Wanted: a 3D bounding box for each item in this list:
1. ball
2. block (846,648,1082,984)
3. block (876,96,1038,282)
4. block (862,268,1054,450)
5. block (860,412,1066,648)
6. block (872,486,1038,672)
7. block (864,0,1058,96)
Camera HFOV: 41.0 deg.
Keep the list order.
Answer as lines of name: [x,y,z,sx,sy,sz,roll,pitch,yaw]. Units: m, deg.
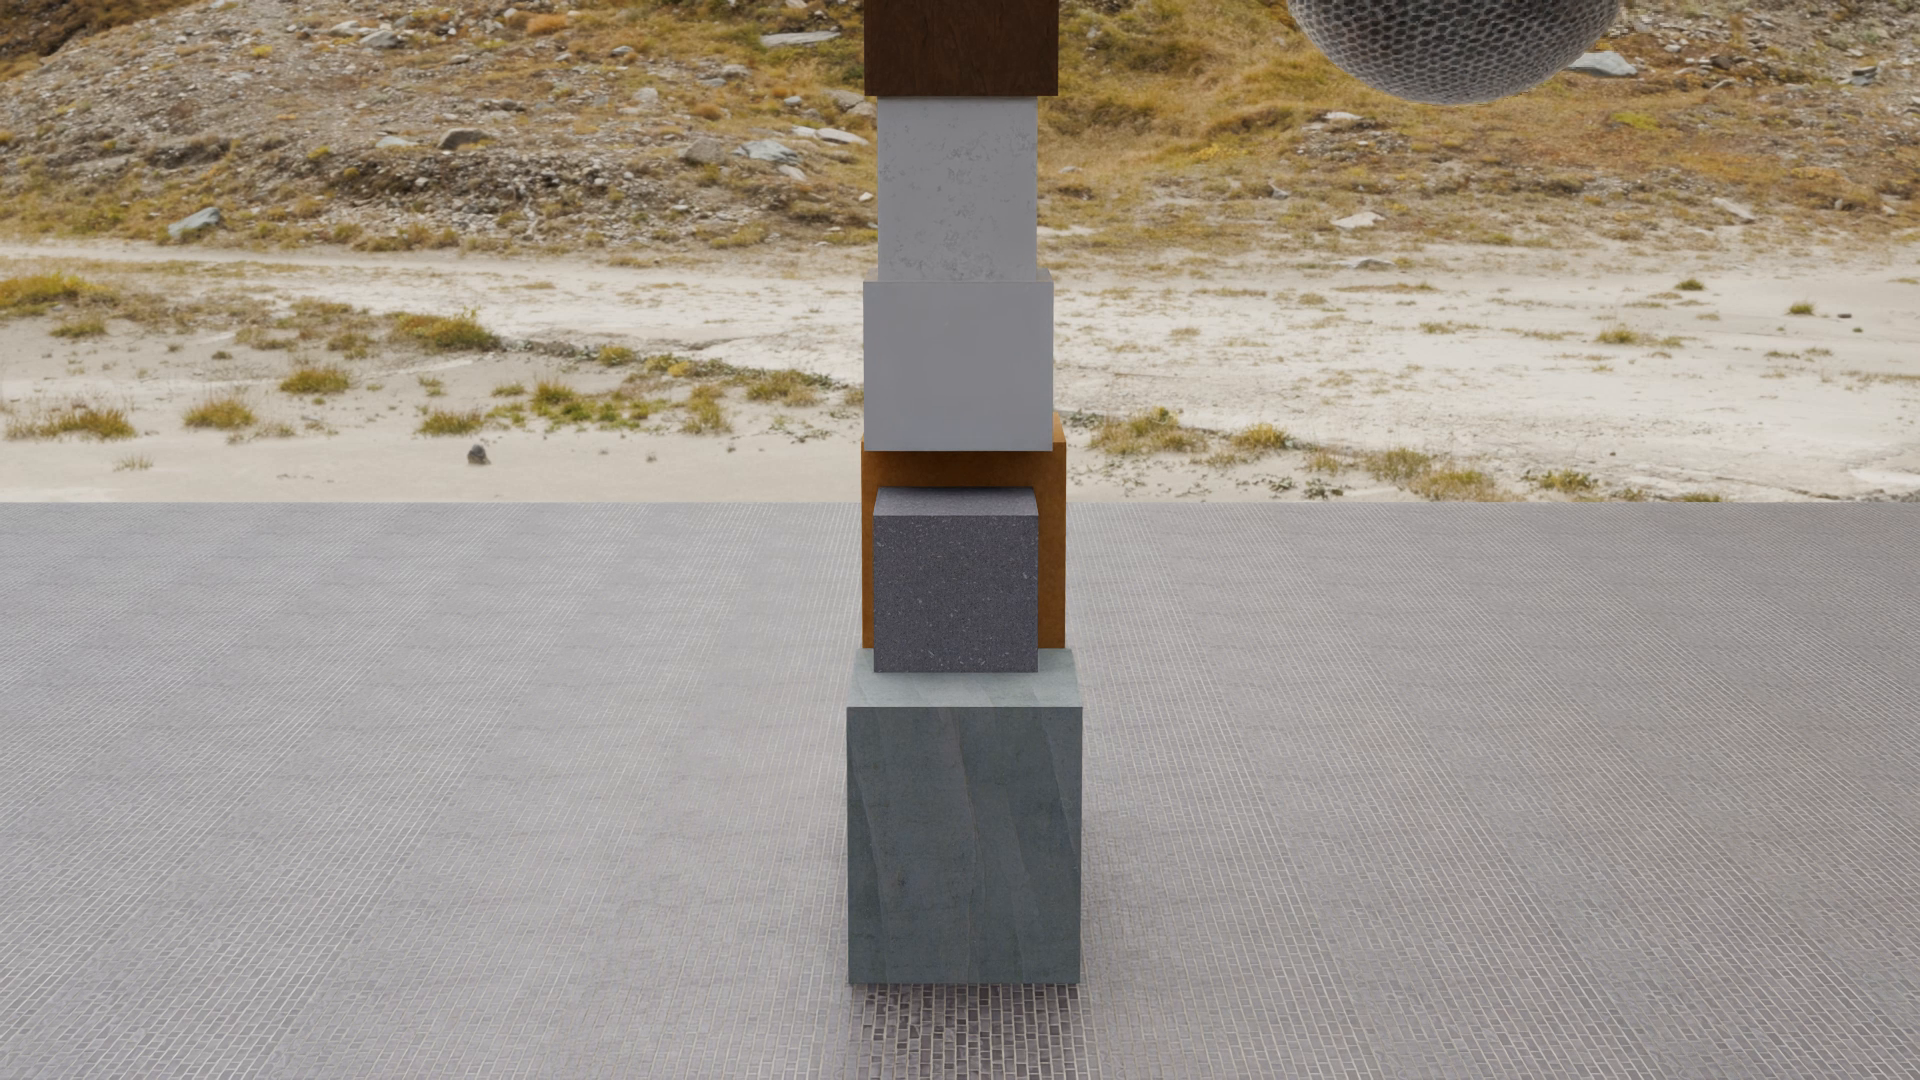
ball: [2.074,-2.625,10.703,1.600,1.600,1.600,0,10,0]
block: [0.017,1.095,10.430,0.906,1.113,1.015,0,10,0]
block: [-0.011,-1.508,10.906,0.655,0.755,0.774,0,10,0]
block: [-0.007,-0.789,11.037,0.788,0.706,0.784,0,10,0]
block: [0.016,-0.041,11.549,0.879,0.950,1.003,0,10,0]
block: [-0.017,0.154,10.694,0.664,0.646,0.731,0,10,0]
block: [0.005,-2.261,10.769,0.789,0.777,0.816,0,10,0]
